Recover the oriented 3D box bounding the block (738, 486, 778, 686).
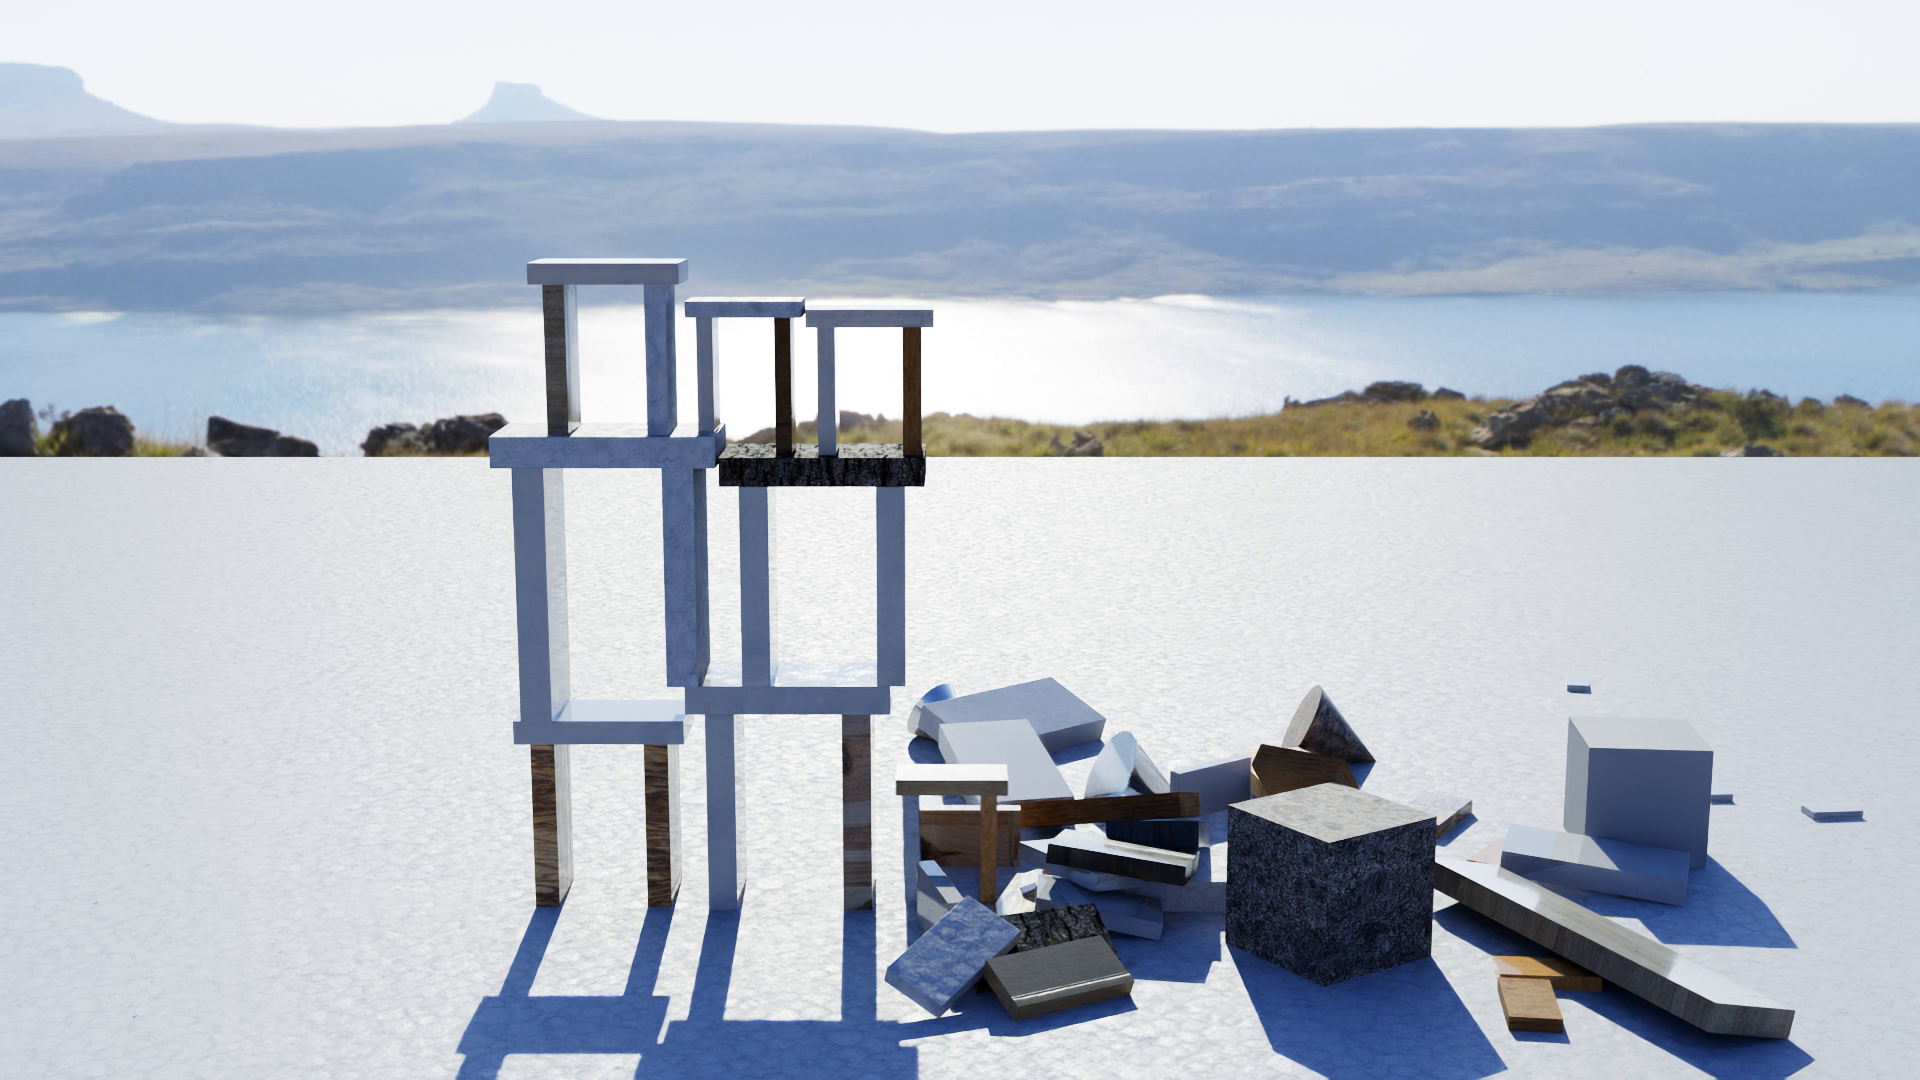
[{"bbox_3d":[-0.326,0.061,3.573,0.046,0.324,0.162,0,11,0],"label":"block"}]

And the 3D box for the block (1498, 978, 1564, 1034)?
[{"bbox_3d":[0.822,0.671,3.176,0.074,0.021,0.148,1,11,7],"label":"block"}]

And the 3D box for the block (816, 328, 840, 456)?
[{"bbox_3d":[-0.211,-0.243,3.514,0.029,0.202,0.101,0,11,0],"label":"block"}]

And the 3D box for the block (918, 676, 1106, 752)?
[{"bbox_3d":[0.110,0.376,4.534,0.357,0.051,0.179,-9,33,-40],"label":"block"}]

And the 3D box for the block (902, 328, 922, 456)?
[{"bbox_3d":[-0.076,-0.243,3.515,0.029,0.202,0.101,0,11,0],"label":"block"}]

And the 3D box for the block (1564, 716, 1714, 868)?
[{"bbox_3d":[1.197,0.442,3.894,0.208,0.208,0.208,1,11,6],"label":"block"}]

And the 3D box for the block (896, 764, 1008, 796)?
[{"bbox_3d":[-0.013,0.396,3.633,0.184,0.026,0.092,0,11,0],"label":"block"}]

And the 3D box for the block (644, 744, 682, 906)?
[{"bbox_3d":[-0.492,0.454,3.649,0.039,0.275,0.138,0,11,0],"label":"block"}]

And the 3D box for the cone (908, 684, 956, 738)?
[{"bbox_3d":[-0.016,0.392,4.573,0.133,0.133,0.133,-11,42,-47],"label":"cone"}]

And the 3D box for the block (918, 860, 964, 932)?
[{"bbox_3d":[-0.030,0.581,3.441,0.028,0.100,0.200,-3,11,-14],"label":"block"}]

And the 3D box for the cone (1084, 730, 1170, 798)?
[{"bbox_3d":[0.353,0.471,4.088,0.179,0.179,0.179,25,3,-18],"label":"cone"}]

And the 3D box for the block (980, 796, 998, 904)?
[{"bbox_3d":[0.047,0.500,3.652,0.026,0.184,0.092,0,11,0],"label":"block"}]

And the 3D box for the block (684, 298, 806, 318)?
[{"bbox_3d":[-0.340,-0.370,3.493,0.183,0.026,0.091,0,11,0],"label":"block"}]

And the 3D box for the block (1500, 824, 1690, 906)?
[{"bbox_3d":[1.073,0.547,3.719,0.299,0.042,0.149,8,14,18],"label":"block"}]

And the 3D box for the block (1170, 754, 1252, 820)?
[{"bbox_3d":[0.468,0.462,4.108,0.183,0.091,0.026,-8,13,-36],"label":"block"}]

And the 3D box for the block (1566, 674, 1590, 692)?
[{"bbox_3d":[1.414,0.328,5.041,0.048,0.014,0.096,2,11,13],"label":"block"}]

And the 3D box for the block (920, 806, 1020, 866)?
[{"bbox_3d":[0.003,0.512,3.810,0.203,0.101,0.029,0,11,0],"label":"block"}]

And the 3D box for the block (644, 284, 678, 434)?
[{"bbox_3d":[-0.476,-0.293,3.505,0.033,0.236,0.118,0,11,0],"label":"block"}]

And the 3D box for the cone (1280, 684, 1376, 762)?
[{"bbox_3d":[0.763,0.408,4.433,0.175,0.175,0.175,27,10,-3],"label":"cone"}]

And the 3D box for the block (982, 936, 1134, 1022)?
[{"bbox_3d":[0.144,0.640,3.219,0.200,0.028,0.100,-6,36,-29],"label":"block"}]

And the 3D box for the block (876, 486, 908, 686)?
[{"bbox_3d":[-0.110,0.061,3.572,0.046,0.324,0.162,0,11,0],"label":"block"}]

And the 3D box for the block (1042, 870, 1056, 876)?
[{"bbox_3d":[0.188,0.562,3.715,0.090,0.013,0.045,4,11,18],"label":"block"}]

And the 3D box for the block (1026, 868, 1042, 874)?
[{"bbox_3d":[0.143,0.571,3.735,0.045,0.013,0.090,10,14,42],"label":"block"}]

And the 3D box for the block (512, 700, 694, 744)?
[{"bbox_3d":[-0.584,0.299,3.620,0.275,0.039,0.138,0,11,0],"label":"block"}]

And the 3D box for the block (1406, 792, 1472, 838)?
[{"bbox_3d":[0.869,0.506,4.050,0.091,0.026,0.183,6,12,31],"label":"block"}]

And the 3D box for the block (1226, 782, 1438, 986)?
[{"bbox_3d":[0.571,0.526,3.400,0.224,0.224,0.224,-7,13,-33],"label":"block"}]

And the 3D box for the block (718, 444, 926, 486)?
[{"bbox_3d":[-0.218,-0.121,3.538,0.324,0.046,0.162,0,11,0],"label":"block"}]

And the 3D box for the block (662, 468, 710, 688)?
[{"bbox_3d":[-0.444,0.045,3.573,0.050,0.354,0.177,0,11,0],"label":"block"}]

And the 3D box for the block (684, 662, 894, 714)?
[{"bbox_3d":[-0.277,0.243,3.608,0.329,0.047,0.165,0,11,0],"label":"block"}]

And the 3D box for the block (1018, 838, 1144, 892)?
[{"bbox_3d":[0.197,0.530,3.601,0.101,0.029,0.202,1,8,-37],"label":"block"}]

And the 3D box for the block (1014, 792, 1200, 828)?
[{"bbox_3d":[0.263,0.480,3.906,0.299,0.042,0.149,-6,-9,18],"label":"block"}]

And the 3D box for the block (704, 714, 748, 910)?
[{"bbox_3d":[-0.387,0.427,3.642,0.047,0.329,0.165,0,11,0],"label":"block"}]

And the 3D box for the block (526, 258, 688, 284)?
[{"bbox_3d":[-0.556,-0.425,3.480,0.236,0.033,0.118,0,11,0],"label":"block"}]

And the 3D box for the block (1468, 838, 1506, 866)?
[{"bbox_3d":[0.944,0.552,3.817,0.074,0.021,0.148,7,13,34],"label":"block"}]

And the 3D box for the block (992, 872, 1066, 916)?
[{"bbox_3d":[0.108,0.604,3.508,0.113,0.032,0.333,3,11,15],"label":"block"}]

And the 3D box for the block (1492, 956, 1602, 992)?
[{"bbox_3d":[0.879,0.649,3.294,0.149,0.021,0.074,1,11,6],"label":"block"}]

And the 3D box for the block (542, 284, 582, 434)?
[{"bbox_3d":[-0.634,-0.293,3.504,0.033,0.236,0.118,0,11,0],"label":"block"}]

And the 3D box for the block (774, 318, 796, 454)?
[{"bbox_3d":[-0.279,-0.250,3.515,0.026,0.217,0.091,0,11,0],"label":"block"}]

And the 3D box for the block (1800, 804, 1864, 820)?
[{"bbox_3d":[1.622,0.505,4.091,0.096,0.014,0.048,-1,11,-6],"label":"block"}]

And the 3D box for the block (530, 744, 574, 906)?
[{"bbox_3d":[-0.676,0.454,3.649,0.039,0.275,0.138,0,11,0],"label":"block"}]

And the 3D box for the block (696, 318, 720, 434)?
[{"bbox_3d":[-0.402,-0.267,3.513,0.026,0.183,0.091,0,11,0],"label":"block"}]

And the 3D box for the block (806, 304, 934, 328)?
[{"bbox_3d":[-0.143,-0.356,3.495,0.202,0.029,0.101,0,11,-1],"label":"block"}]

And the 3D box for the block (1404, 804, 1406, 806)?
[{"bbox_3d":[0.739,0.513,4.014,0.091,0.026,0.183,6,12,30],"label":"block"}]

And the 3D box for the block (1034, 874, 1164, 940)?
[{"bbox_3d":[0.220,0.584,3.503,0.203,0.029,0.101,12,13,1],"label":"block"}]

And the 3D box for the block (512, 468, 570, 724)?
[{"bbox_3d":[-0.680,0.076,3.578,0.050,0.415,0.177,0,11,0],"label":"block"}]

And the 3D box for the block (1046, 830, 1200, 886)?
[{"bbox_3d":[0.264,0.512,3.550,0.226,0.032,0.113,7,7,16],"label":"block"}]

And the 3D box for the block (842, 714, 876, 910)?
[{"bbox_3d":[-0.167,0.427,3.642,0.047,0.329,0.165,0,11,0],"label":"block"}]

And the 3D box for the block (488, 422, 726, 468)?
[{"bbox_3d":[-0.562,-0.153,3.536,0.354,0.050,0.177,0,11,0],"label":"block"}]

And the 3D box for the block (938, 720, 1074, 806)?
[{"bbox_3d":[0.084,0.441,4.192,0.179,0.051,0.357,-2,19,-12],"label":"block"}]

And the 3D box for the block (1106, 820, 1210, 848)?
[{"bbox_3d":[0.341,0.502,3.757,0.152,0.043,0.304,-1,-8,10],"label":"block"}]

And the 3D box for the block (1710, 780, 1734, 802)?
[{"bbox_3d":[1.434,0.463,4.318,0.048,0.014,0.296,-1,11,-4],"label":"block"}]

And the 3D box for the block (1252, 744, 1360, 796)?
[{"bbox_3d":[0.610,0.457,3.686,0.152,0.304,0.043,8,55,36],"label":"block"}]

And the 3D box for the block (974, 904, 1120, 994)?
[{"bbox_3d":[0.115,0.614,3.313,0.226,0.032,0.113,-4,41,-20],"label":"block"}]

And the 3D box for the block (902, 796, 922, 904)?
[{"bbox_3d":[-0.079,0.499,3.652,0.026,0.184,0.092,-2,11,0],"label":"block"}]

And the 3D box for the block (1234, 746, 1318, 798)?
[{"bbox_3d":[0.633,0.456,4.202,0.152,0.043,0.304,-5,8,-5],"label":"block"}]

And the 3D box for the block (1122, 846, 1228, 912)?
[{"bbox_3d":[0.433,0.565,3.668,0.357,0.051,0.179,0,11,1],"label":"block"}]

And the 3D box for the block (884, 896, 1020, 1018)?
[{"bbox_3d":[-0.010,0.610,3.231,0.100,0.028,0.200,31,41,23],"label":"block"}]

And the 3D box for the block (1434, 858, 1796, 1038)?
[{"bbox_3d":[0.964,0.610,3.352,0.149,0.042,0.676,10,6,-25],"label":"block"}]
